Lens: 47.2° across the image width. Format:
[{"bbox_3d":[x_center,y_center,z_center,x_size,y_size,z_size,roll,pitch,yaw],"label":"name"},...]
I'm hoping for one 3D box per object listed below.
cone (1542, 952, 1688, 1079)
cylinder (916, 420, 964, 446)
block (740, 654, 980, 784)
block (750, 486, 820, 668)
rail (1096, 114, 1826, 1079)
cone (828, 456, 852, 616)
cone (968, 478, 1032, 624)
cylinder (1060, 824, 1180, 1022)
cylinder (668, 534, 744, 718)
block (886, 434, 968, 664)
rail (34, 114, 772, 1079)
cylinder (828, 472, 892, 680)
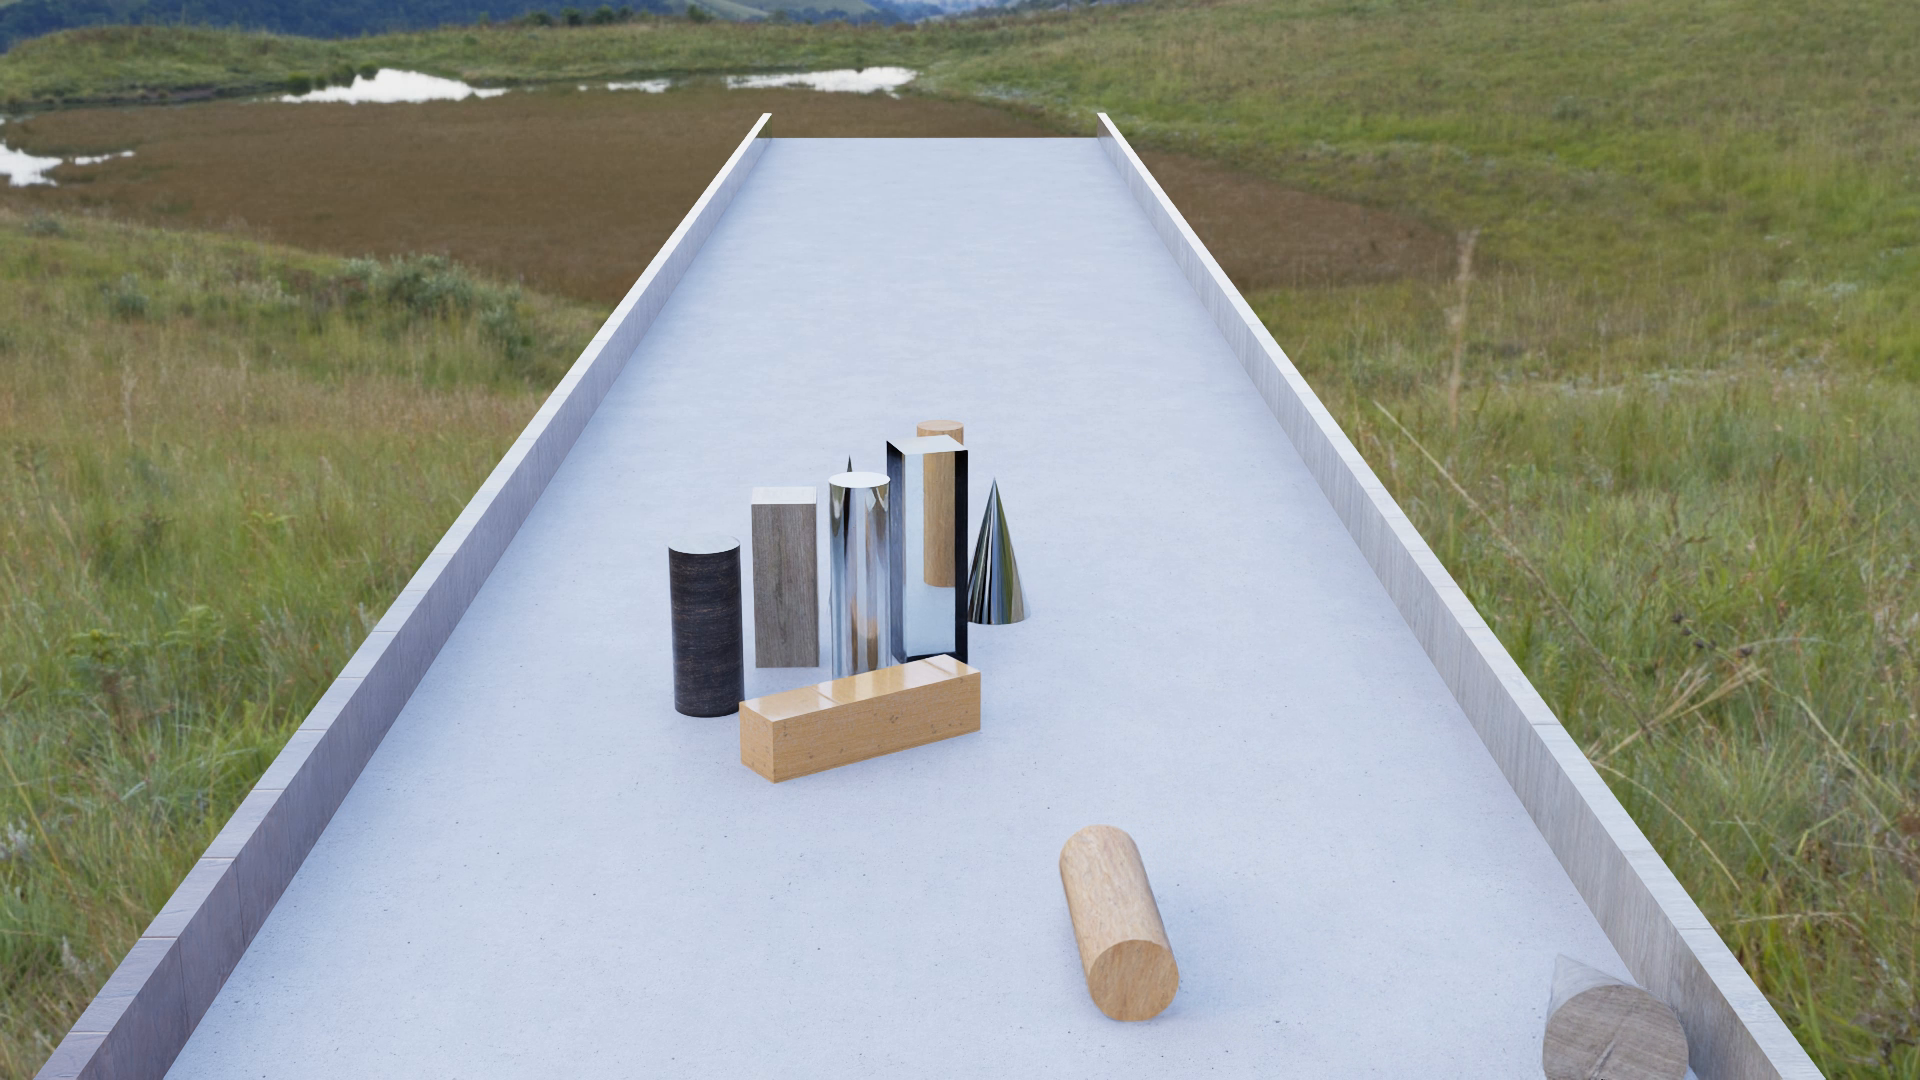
[{"bbox_3d":[0.845,0.622,2.980,0.179,0.179,0.459,2,6,6],"label":"cone"},{"bbox_3d":[-0.044,-0.088,4.914,0.103,0.347,0.103,0,17,0],"label":"cylinder"},{"bbox_3d":[-0.175,0.318,3.956,0.440,0.115,0.115,-11,20,-33],"label":"block"},{"bbox_3d":[-0.346,0.074,4.386,0.126,0.338,0.126,-1,17,-2],"label":"block"},{"bbox_3d":[0.932,-0.844,7.801,0.050,0.150,12.000,0,17,-1],"label":"rail"},{"bbox_3d":[-0.232,-0.014,4.661,0.106,0.350,0.106,0,17,0],"label":"cone"},{"bbox_3d":[0.073,0.011,4.659,0.160,0.303,0.160,0,17,0],"label":"cone"},{"bbox_3d":[0.225,0.545,3.174,0.125,0.125,0.382,-1,17,-3],"label":"cylinder"},{"bbox_3d":[-0.475,0.160,4.127,0.133,0.321,0.133,0,17,0],"label":"cylinder"},{"bbox_3d":[-0.065,0.025,4.368,0.128,0.442,0.128,-5,17,-18],"label":"block"},{"bbox_3d":[-1.118,-0.838,7.780,0.050,0.150,12.000,0,17,-1],"label":"rail"},{"bbox_3d":[-0.186,0.098,4.132,0.113,0.437,0.113,0,17,0],"label":"cylinder"}]
